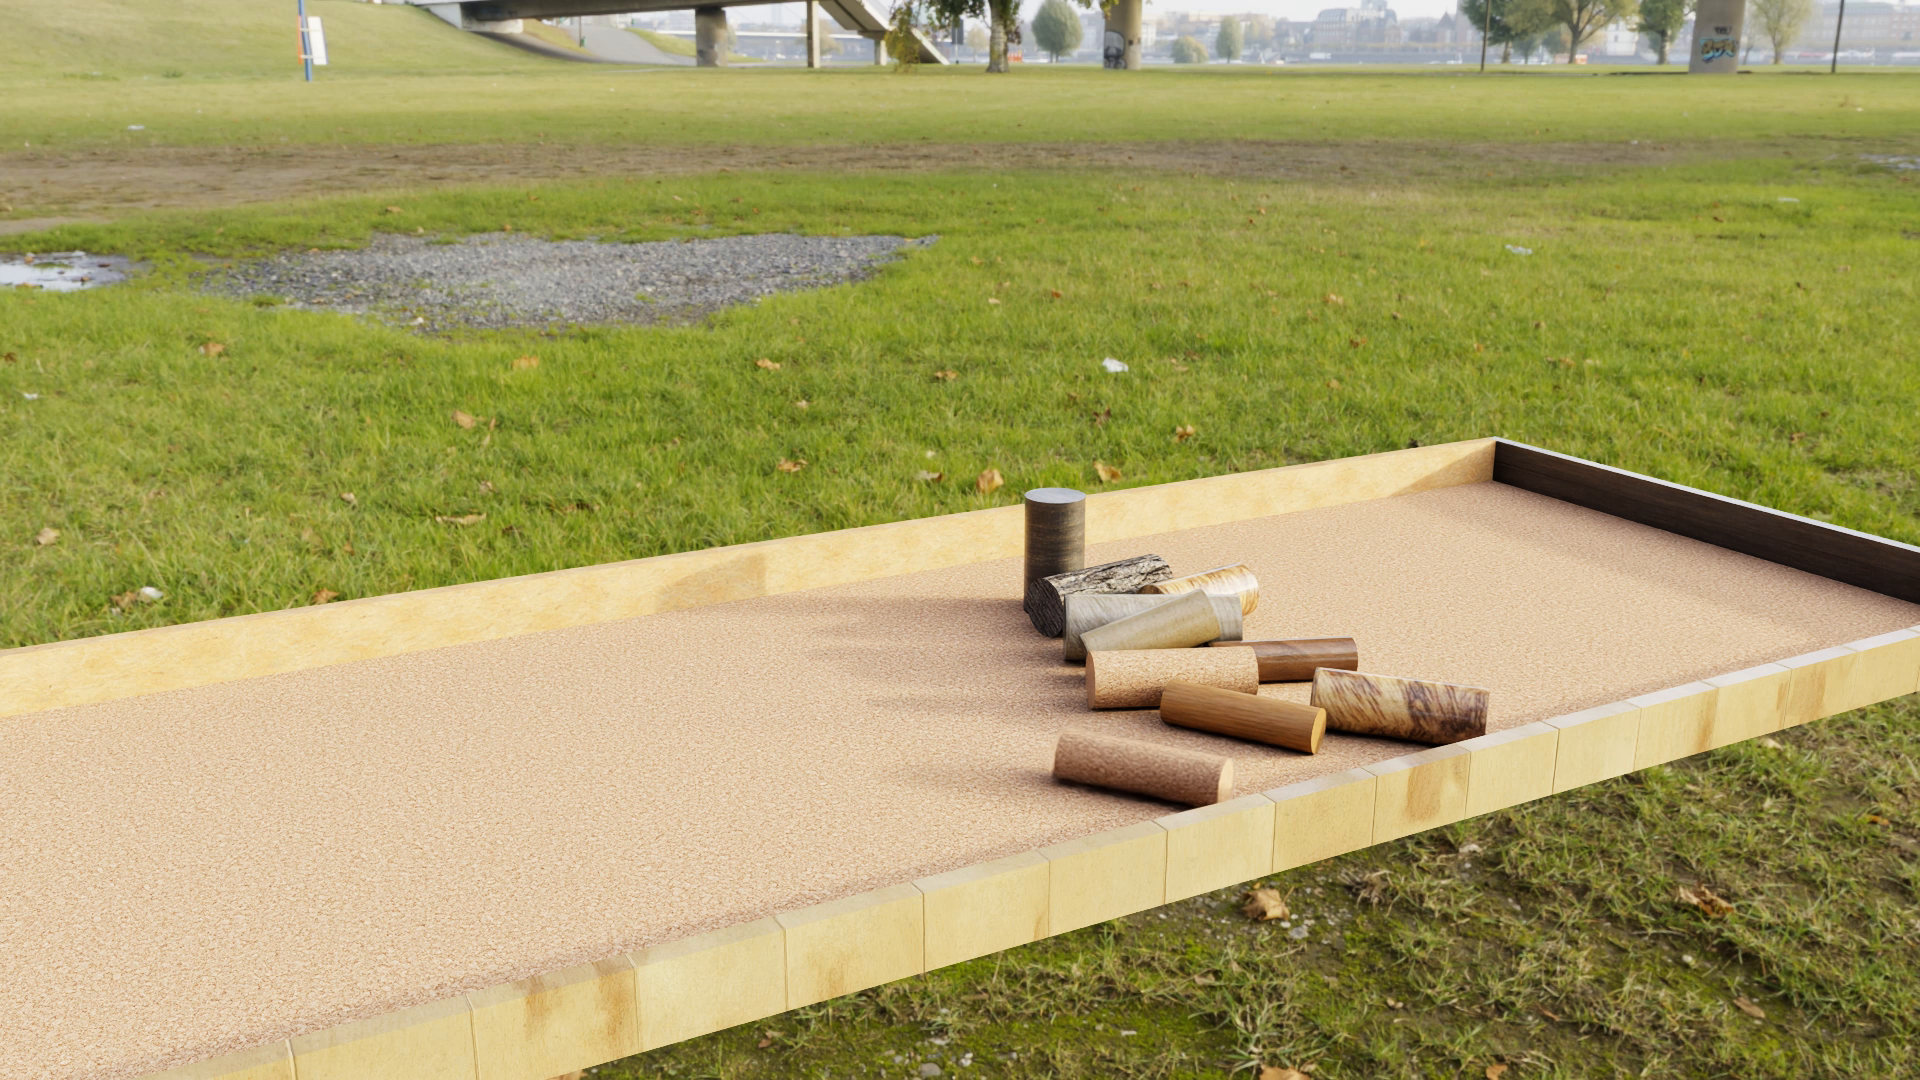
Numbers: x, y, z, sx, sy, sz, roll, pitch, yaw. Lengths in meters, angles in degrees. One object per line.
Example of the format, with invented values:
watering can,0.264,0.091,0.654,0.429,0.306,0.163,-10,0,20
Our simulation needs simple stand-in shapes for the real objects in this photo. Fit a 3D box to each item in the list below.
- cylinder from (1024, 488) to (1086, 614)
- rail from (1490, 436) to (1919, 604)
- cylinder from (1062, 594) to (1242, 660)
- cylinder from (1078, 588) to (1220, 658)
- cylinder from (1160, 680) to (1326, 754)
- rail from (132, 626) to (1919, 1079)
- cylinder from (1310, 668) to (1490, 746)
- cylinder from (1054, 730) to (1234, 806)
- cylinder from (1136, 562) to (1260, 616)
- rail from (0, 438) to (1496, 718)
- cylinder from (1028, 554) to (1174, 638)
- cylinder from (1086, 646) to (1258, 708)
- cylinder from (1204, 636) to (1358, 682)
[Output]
cylinder,0.265,0.036,4.642,0.171,0.334,0.171,0,16,0
rail,2.466,-0.048,5.253,0.050,0.150,2.100,-9,18,-27
cylinder,0.496,0.226,4.281,0.448,0.171,0.171,0,16,0
cylinder,0.473,0.240,4.127,0.328,0.132,0.132,-21,18,-3
cylinder,0.649,0.404,3.795,0.363,0.104,0.104,9,19,29
rail,-2.336,1.006,1.665,12.000,0.150,0.050,-9,18,-27
cylinder,1.010,0.386,3.793,0.387,0.141,0.141,6,17,19
cylinder,0.389,0.487,3.508,0.364,0.107,0.107,8,18,25
cylinder,0.649,0.167,4.519,0.332,0.152,0.152,-12,20,-35
rail,-3.305,0.497,3.399,12.000,0.150,0.050,-9,18,-27
cylinder,0.391,0.151,4.555,0.396,0.162,0.162,-11,20,-33
cylinder,0.510,0.331,3.985,0.394,0.137,0.137,-2,16,-5
cylinder,0.802,0.301,4.142,0.371,0.106,0.106,-2,17,-7
